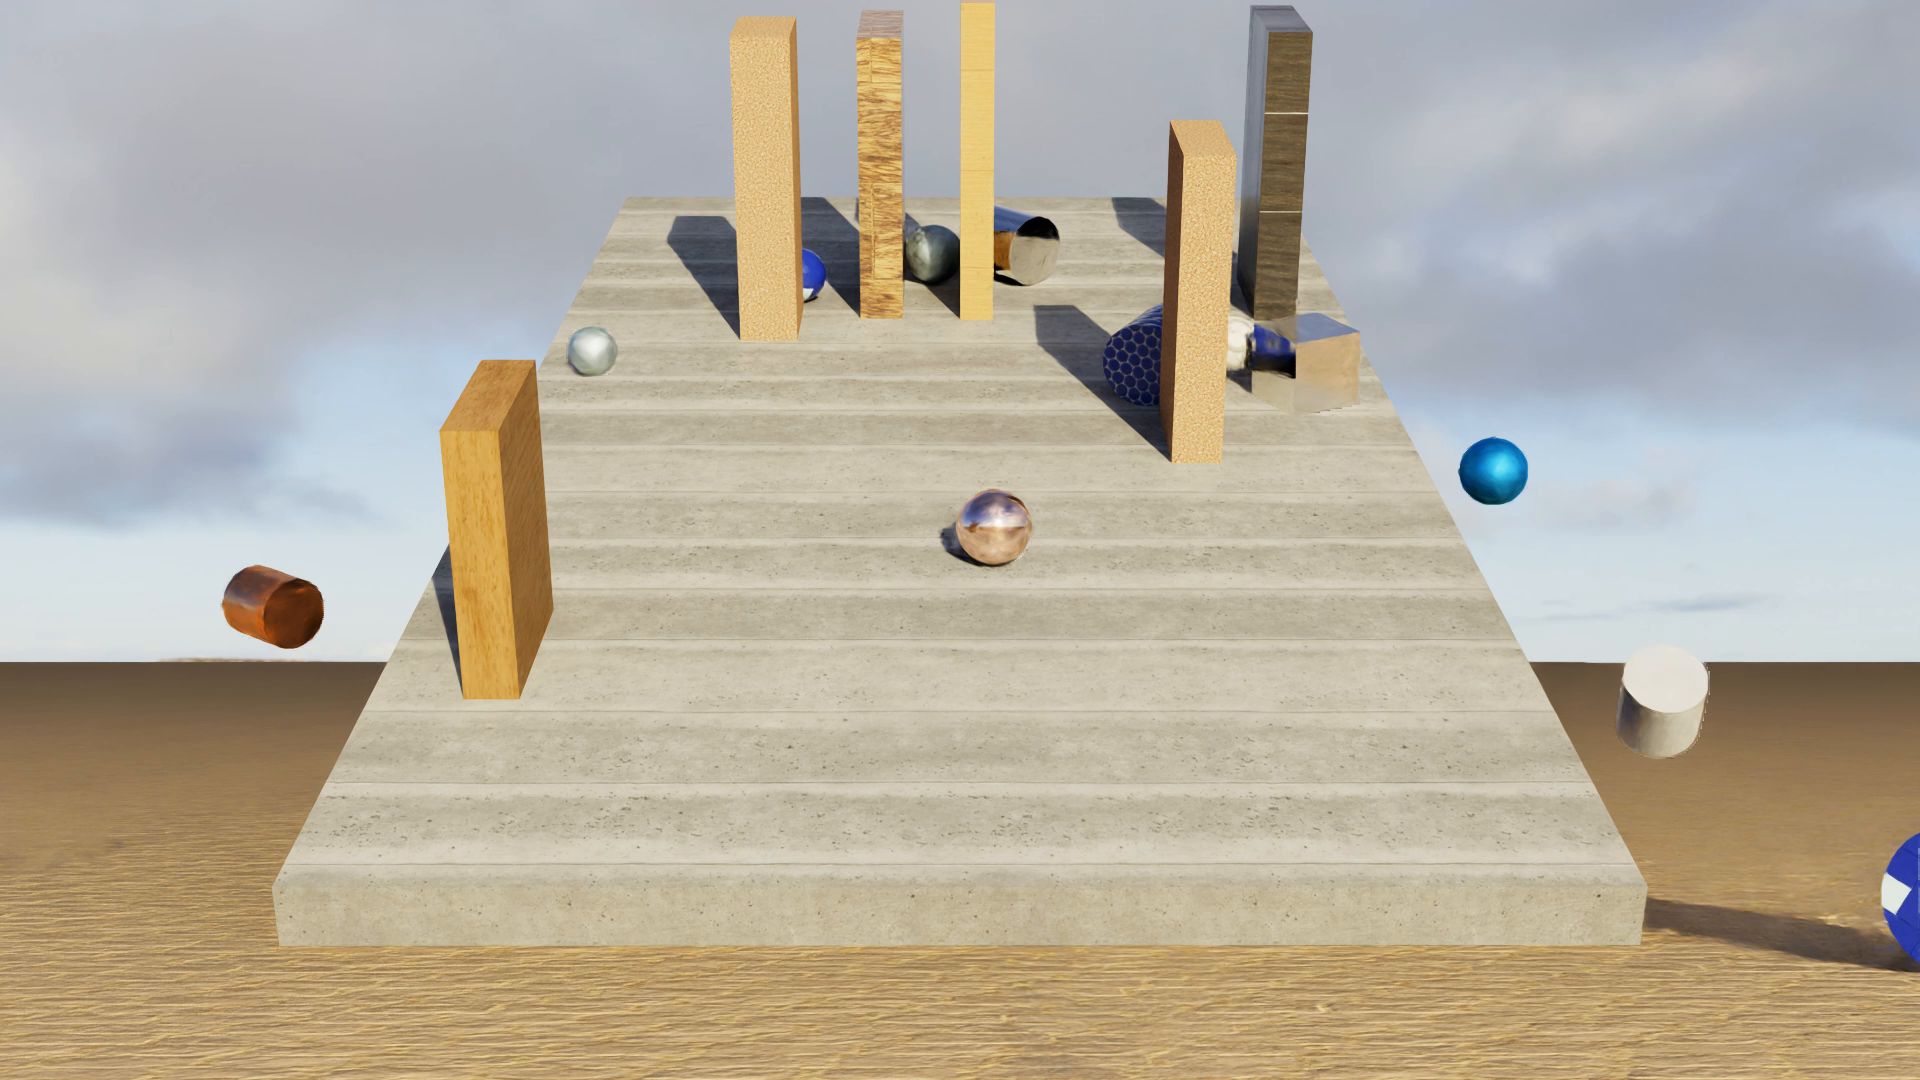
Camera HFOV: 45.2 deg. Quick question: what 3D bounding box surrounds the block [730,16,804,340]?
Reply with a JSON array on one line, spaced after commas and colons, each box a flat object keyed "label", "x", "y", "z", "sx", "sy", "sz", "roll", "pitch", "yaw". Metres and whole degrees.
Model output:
[{"label": "block", "x": -0.474, "y": -0.892, "z": 5.708, "sx": 0.141, "sy": 0.749, "sz": 0.271, "roll": 0, "pitch": 23, "yaw": 0}]

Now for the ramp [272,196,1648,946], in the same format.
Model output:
[{"label": "ramp", "x": -0.007, "y": -0.225, "z": 5.218, "sx": 2.000, "sy": 0.100, "sz": 4.000, "roll": 0, "pitch": 23, "yaw": 0}]

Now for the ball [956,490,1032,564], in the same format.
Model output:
[{"label": "ball", "x": 0.065, "y": -0.025, "z": 4.428, "sx": 0.145, "sy": 0.145, "sz": 0.145, "roll": 0, "pitch": -3, "yaw": 0}]

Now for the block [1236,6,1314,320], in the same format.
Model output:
[{"label": "block", "x": 0.803, "y": -0.971, "z": 5.926, "sx": 0.108, "sy": 0.730, "sz": 0.375, "roll": 0, "pitch": 23, "yaw": 0}]

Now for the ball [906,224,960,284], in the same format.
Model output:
[{"label": "ball", "x": -0.069, "y": -0.765, "z": 6.175, "sx": 0.155, "sy": 0.155, "sz": 0.155, "roll": 0, "pitch": -3, "yaw": 0}]

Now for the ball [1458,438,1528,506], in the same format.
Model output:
[{"label": "ball", "x": 1.122, "y": -0.144, "z": 4.855, "sx": 0.144, "sy": 0.144, "sz": 0.144, "roll": 0, "pitch": -3, "yaw": 0}]

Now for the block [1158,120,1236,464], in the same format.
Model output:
[{"label": "block", "x": 0.507, "y": -0.536, "z": 4.971, "sx": 0.107, "sy": 0.669, "sz": 0.327, "roll": 0, "pitch": 23, "yaw": 0}]

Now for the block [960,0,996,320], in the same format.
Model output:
[{"label": "block", "x": 0.042, "y": -0.989, "z": 5.878, "sx": 0.082, "sy": 0.799, "sz": 0.303, "roll": 0, "pitch": 23, "yaw": 0}]

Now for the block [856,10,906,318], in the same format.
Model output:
[{"label": "block", "x": -0.200, "y": -0.970, "z": 5.943, "sx": 0.108, "sy": 0.711, "sz": 0.392, "roll": 0, "pitch": 23, "yaw": 0}]

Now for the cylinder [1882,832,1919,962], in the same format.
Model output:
[{"label": "cylinder", "x": 1.380, "y": 0.479, "z": 3.119, "sx": 0.204, "sy": 0.204, "sz": 0.204, "roll": -2, "pitch": -3, "yaw": 37}]

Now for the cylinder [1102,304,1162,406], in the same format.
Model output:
[{"label": "cylinder", "x": 0.456, "y": -0.430, "z": 5.332, "sx": 0.193, "sy": 0.193, "sz": 0.193, "roll": -2, "pitch": 20, "yaw": 28}]

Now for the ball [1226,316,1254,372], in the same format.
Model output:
[{"label": "ball", "x": 0.637, "y": -0.461, "z": 5.411, "sx": 0.130, "sy": 0.130, "sz": 0.130, "roll": 0, "pitch": -3, "yaw": 0}]

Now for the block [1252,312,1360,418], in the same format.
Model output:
[{"label": "block", "x": 0.791, "y": -0.404, "z": 5.291, "sx": 0.174, "sy": 0.174, "sz": 0.174, "roll": -12, "pitch": 26, "yaw": -24}]

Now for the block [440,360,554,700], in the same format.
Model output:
[{"label": "block", "x": -0.793, "y": -0.024, "z": 3.984, "sx": 0.095, "sy": 0.483, "sz": 0.365, "roll": 0, "pitch": 23, "yaw": 0}]

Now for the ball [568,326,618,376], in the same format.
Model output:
[{"label": "ball", "x": -0.869, "y": -0.448, "z": 5.467, "sx": 0.117, "sy": 0.117, "sz": 0.117, "roll": 0, "pitch": -3, "yaw": 0}]

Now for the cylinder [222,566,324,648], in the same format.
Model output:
[{"label": "cylinder", "x": -1.536, "y": 0.149, "z": 5.167, "sx": 0.158, "sy": 0.158, "sz": 0.158, "roll": 14, "pitch": 7, "yaw": 39}]

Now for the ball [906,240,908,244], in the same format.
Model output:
[{"label": "ball", "x": -0.204, "y": -0.800, "z": 6.295, "sx": 0.126, "sy": 0.126, "sz": 0.126, "roll": 0, "pitch": -3, "yaw": 0}]

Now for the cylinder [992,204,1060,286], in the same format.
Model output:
[{"label": "cylinder", "x": 0.137, "y": -0.796, "z": 6.209, "sx": 0.186, "sy": 0.186, "sz": 0.186, "roll": 3, "pitch": 15, "yaw": -44}]

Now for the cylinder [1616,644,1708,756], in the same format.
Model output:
[{"label": "cylinder", "x": 1.194, "y": 0.274, "z": 3.931, "sx": 0.138, "sy": 0.138, "sz": 0.138, "roll": 0, "pitch": -37, "yaw": 9}]

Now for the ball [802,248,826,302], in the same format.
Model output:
[{"label": "ball", "x": -0.420, "y": -0.691, "z": 6.015, "sx": 0.140, "sy": 0.140, "sz": 0.140, "roll": 0, "pitch": -3, "yaw": 0}]
